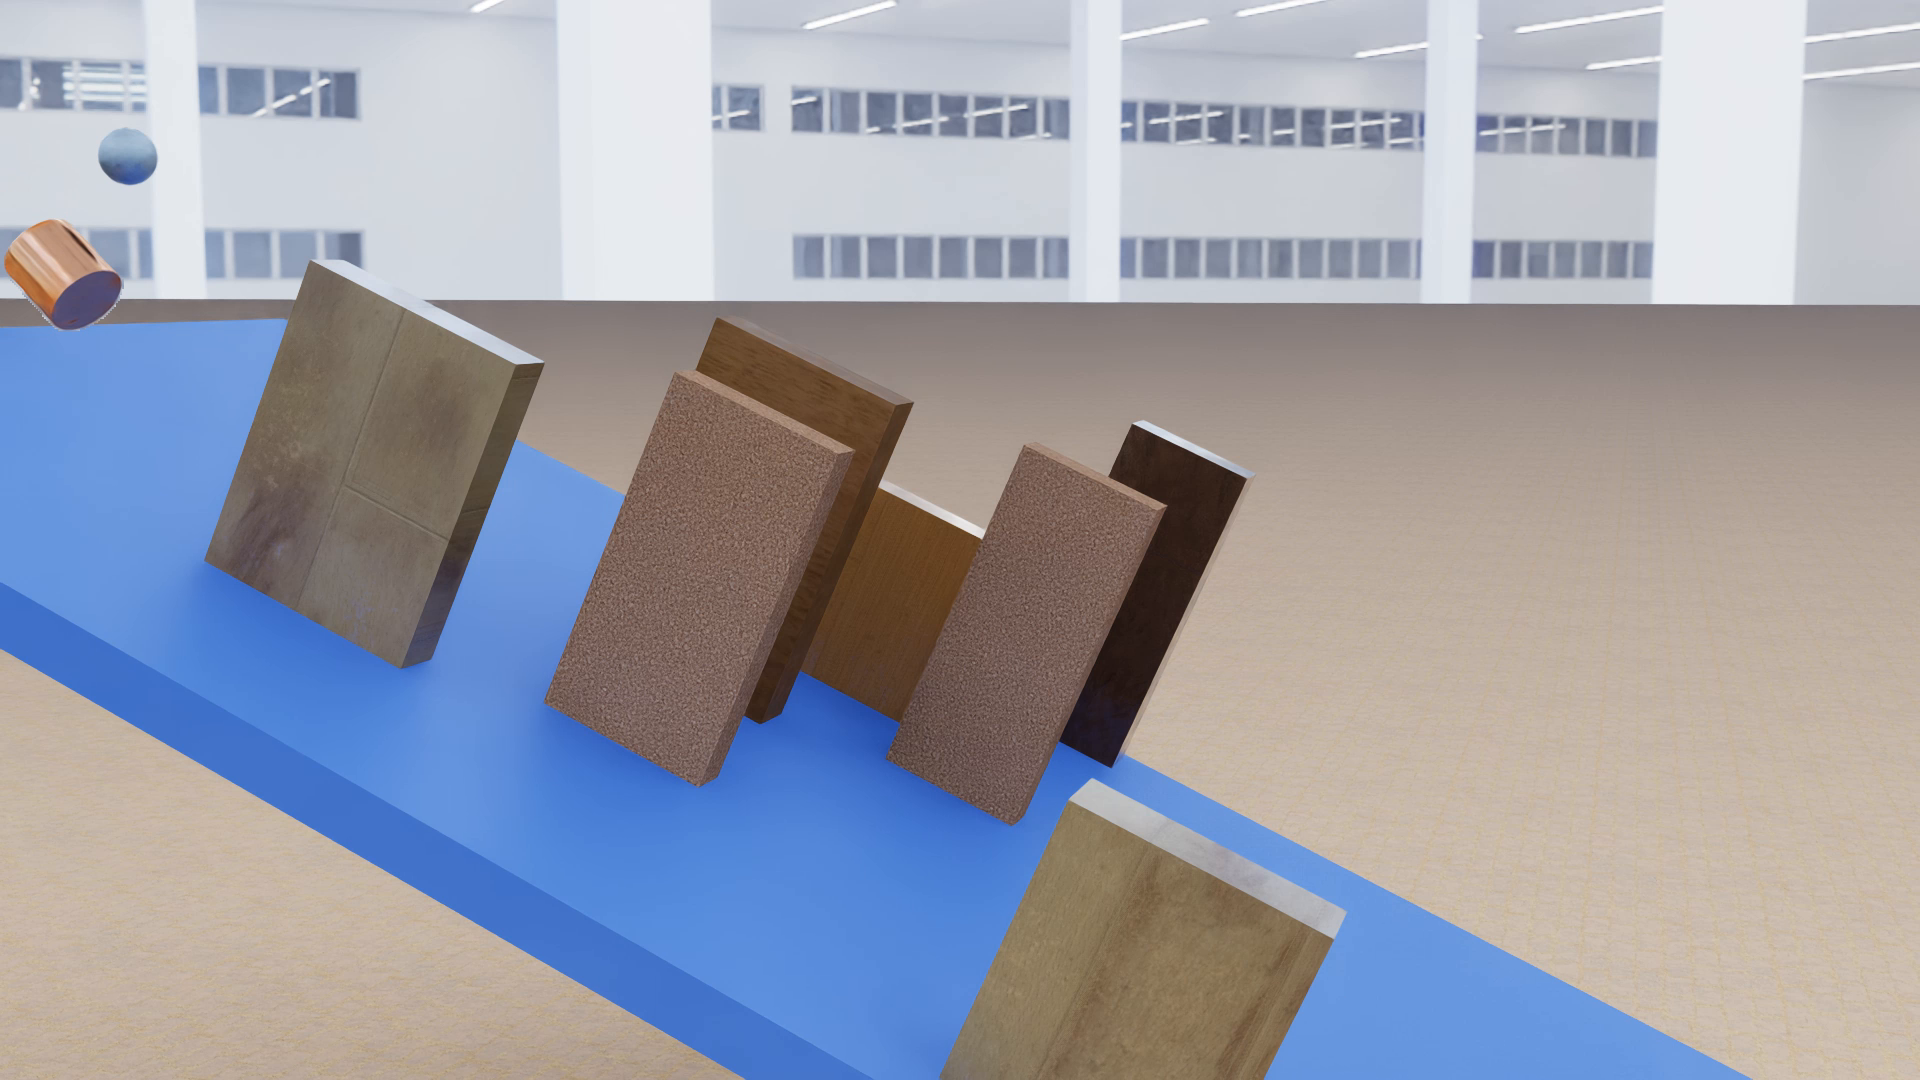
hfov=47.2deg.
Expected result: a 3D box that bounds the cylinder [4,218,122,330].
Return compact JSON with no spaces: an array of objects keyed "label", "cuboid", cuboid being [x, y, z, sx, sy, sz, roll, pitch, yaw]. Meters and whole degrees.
[{"label":"cylinder","cuboid":[-1.813,-0.537,4.447,0.158,0.158,0.158,45,21,13]}]

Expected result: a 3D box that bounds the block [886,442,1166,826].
[{"label":"block","cuboid":[0.125,0.184,4.284,0.287,0.689,0.088,27,14,13]}]

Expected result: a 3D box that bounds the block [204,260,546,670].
[{"label":"block","cuboid":[-1.019,-0.133,3.809,0.424,0.576,0.102,27,14,13]}]

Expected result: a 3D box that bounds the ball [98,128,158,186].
[{"label":"ball","cuboid":[-1.727,-0.796,4.566,0.117,0.117,0.117,0,7,0]}]

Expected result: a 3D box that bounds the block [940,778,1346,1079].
[{"label":"block","cuboid":[0.260,0.655,3.161,0.411,0.468,0.140,27,14,13]}]

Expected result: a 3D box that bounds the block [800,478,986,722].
[{"label":"block","cuboid":[-0.158,0.120,4.614,0.424,0.432,0.087,27,14,13]}]

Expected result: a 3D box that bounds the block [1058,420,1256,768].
[{"label":"block","cuboid":[0.373,0.121,4.893,0.279,0.718,0.114,27,14,13]}]

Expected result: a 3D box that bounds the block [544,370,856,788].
[{"label":"block","cuboid":[-0.459,0.068,3.832,0.326,0.646,0.083,27,14,13]}]

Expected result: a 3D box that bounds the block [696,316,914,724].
[{"label":"block","cuboid":[-0.408,-0.040,4.262,0.394,0.681,0.108,27,14,13]}]

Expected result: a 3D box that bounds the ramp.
[{"label":"ramp","cuboid":[-0.277,0.477,4.178,4.000,0.100,2.000,27,14,13]}]
